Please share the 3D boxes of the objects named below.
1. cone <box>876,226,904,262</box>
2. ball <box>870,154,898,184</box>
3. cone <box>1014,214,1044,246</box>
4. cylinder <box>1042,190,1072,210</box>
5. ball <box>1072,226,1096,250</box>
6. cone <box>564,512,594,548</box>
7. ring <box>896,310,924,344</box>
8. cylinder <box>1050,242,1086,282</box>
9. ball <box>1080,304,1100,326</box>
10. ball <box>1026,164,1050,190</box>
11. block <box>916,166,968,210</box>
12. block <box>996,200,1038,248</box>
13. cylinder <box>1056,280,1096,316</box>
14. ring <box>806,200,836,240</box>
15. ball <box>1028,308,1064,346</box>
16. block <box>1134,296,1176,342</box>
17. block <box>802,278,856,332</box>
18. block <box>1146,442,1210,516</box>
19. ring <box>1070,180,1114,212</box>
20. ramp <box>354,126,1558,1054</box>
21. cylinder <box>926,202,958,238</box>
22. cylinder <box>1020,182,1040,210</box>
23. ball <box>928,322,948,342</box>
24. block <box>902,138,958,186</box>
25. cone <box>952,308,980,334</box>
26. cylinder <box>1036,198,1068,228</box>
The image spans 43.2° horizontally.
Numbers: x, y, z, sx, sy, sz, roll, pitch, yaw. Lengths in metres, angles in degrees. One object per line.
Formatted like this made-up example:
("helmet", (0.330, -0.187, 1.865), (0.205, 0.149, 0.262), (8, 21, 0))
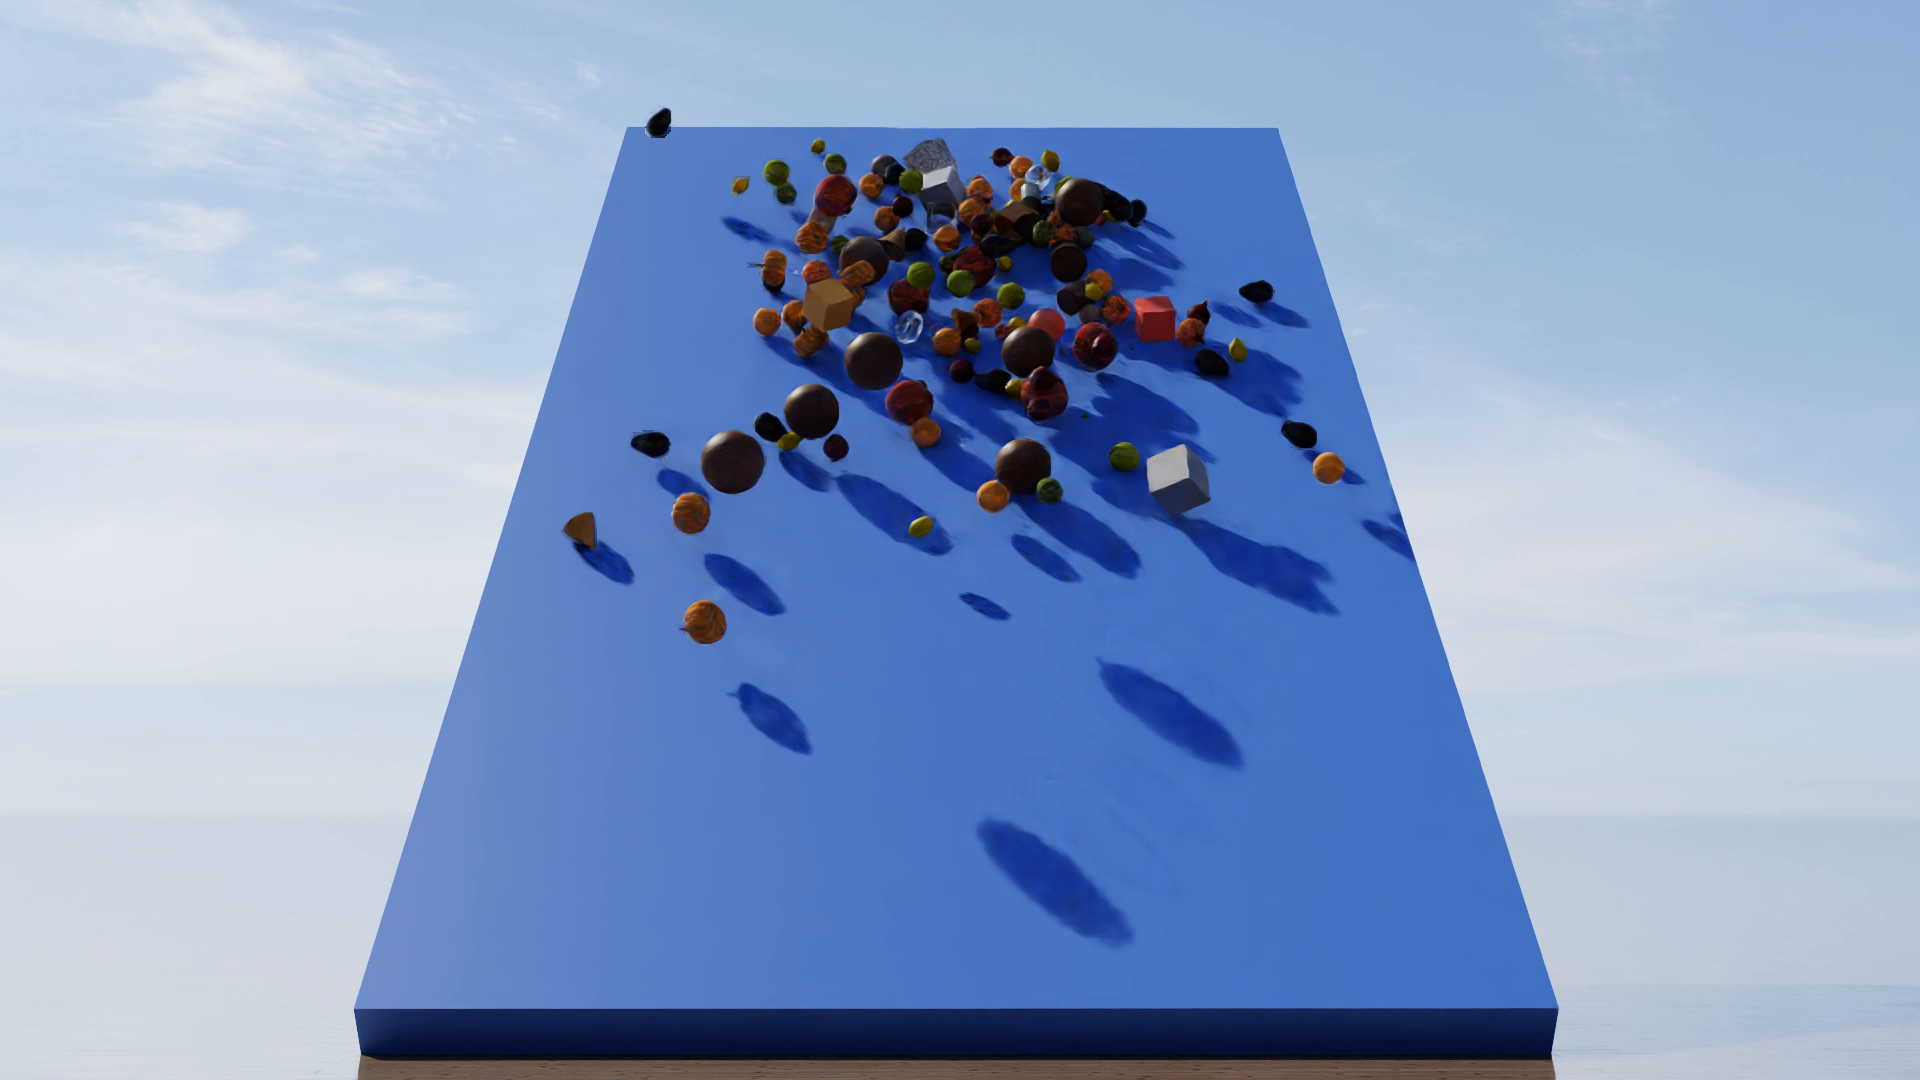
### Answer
("cone", (-0.170, -0.818, 6.579), (0.089, 0.089, 0.089), (24, -24, 12))
("ball", (-0.220, -1.080, 7.063), (0.083, 0.083, 0.083), (0, -6, 0))
("cone", (0.196, -0.820, 6.548), (0.086, 0.086, 0.086), (-11, -33, -7))
("cylinder", (0.270, -0.950, 6.866), (0.065, 0.065, 0.065), (-7, 18, 48))
("ball", (0.341, -0.830, 6.668), (0.062, 0.062, 0.062), (0, -6, 0))
("cone", (-0.815, -0.007, 5.303), (0.076, 0.076, 0.076), (-28, -25, -14))
("ring", (-0.124, -0.523, 5.952), (0.029, 0.087, 0.087), (8, -10, -43))
("cylinder", (0.288, -0.740, 6.458), (0.096, 0.096, 0.096), (0, 13, 2))
("ball", (0.335, -0.580, 6.253), (0.056, 0.056, 0.056), (0, -6, 0))
("ball", (0.216, -1.010, 6.758), (0.070, 0.070, 0.070), (0, -6, 0))
("block", (-0.051, -0.973, 6.795), (0.095, 0.095, 0.095), (-15, 32, 24))
("block", (0.157, -0.870, 6.686), (0.080, 0.080, 0.080), (31, -38, 21))
("cylinder", (0.302, -0.628, 6.286), (0.073, 0.073, 0.073), (-7, 18, 47))
("ring", (-0.381, -0.881, 6.688), (0.039, 0.117, 0.117), (27, 3, 20))
("ball", (0.214, -0.528, 6.003), (0.092, 0.092, 0.092), (0, -6, 0))
("block", (0.497, -0.564, 6.198), (0.085, 0.085, 0.085), (-4, 32, -8))
("block", (-0.328, -0.586, 6.052), (0.087, 0.087, 0.087), (-22, -37, -34))
("block", (0.485, -0.134, 5.394), (0.100, 0.100, 0.100), (-23, -43, 25))
("ring", (0.374, -0.966, 6.827), (0.129, 0.043, 0.129), (16, -20, 6))
("ramp", (-0.014, -0.203, 5.771), (2.000, 0.100, 4.000), (0, 31, 0))
("cylinder", (-0.050, -0.883, 6.698), (0.088, 0.088, 0.088), (2, 2, 0))
("cylinder", (0.195, -0.950, 6.711), (0.055, 0.055, 0.055), (0, -41, 0))
("ball", (-0.058, -0.529, 6.171), (0.050, 0.050, 0.050), (0, -6, 0))
("block", (-0.086, -1.079, 6.928), (0.093, 0.093, 0.093), (-33, -8, 38))
("cone", (0.023, -0.556, 6.087), (0.069, 0.069, 0.069), (-14, -4, -11))
("cylinder", (0.246, -0.914, 6.783), (0.076, 0.076, 0.076), (-18, 6, -37))
